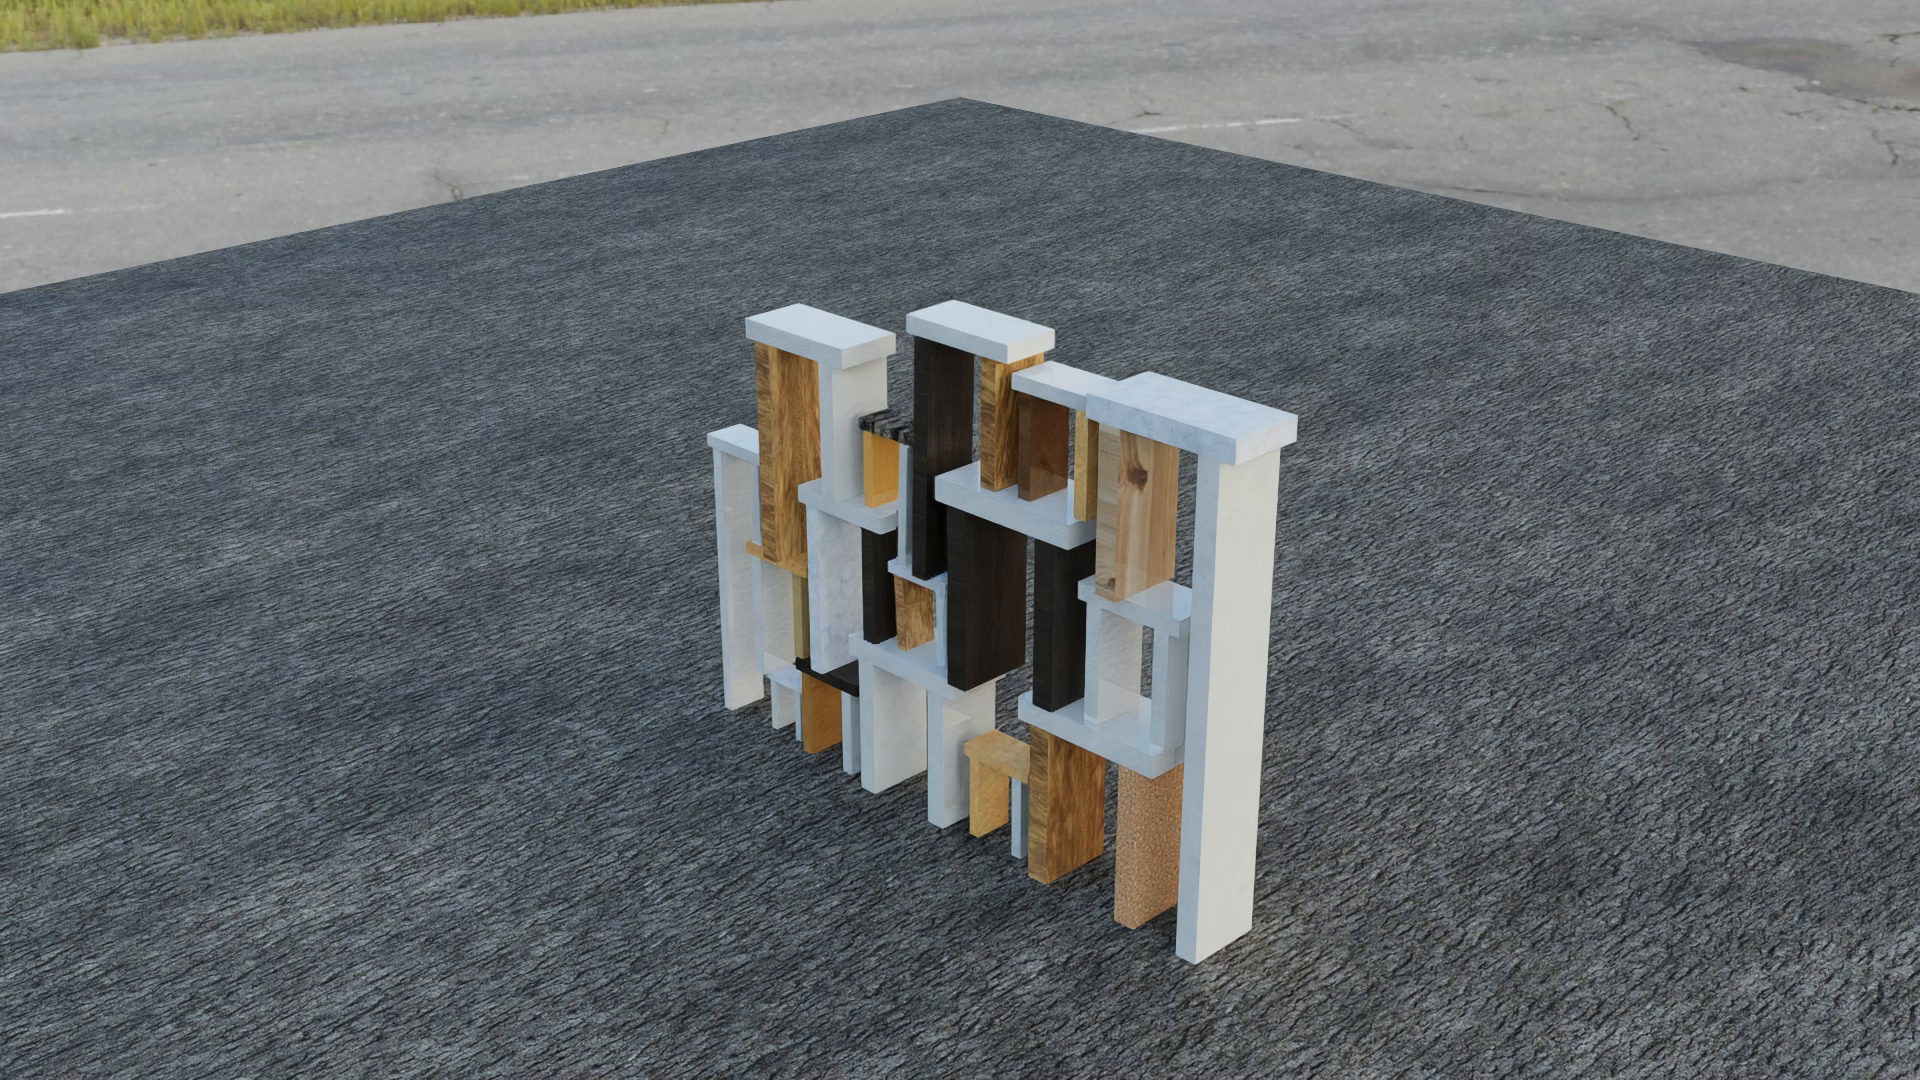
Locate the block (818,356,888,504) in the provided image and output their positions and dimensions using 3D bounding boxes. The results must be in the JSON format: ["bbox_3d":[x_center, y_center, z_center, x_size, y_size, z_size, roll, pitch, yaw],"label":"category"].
[{"bbox_3d":[-0.210,-0.228,4.347,0.143,0.285,0.040,-21,31,-40],"label":"block"}]

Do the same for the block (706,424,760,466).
[{"bbox_3d":[-0.439,-0.200,4.623,0.091,0.026,0.182,-21,31,-40],"label":"block"}]

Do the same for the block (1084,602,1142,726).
[{"bbox_3d":[0.280,0.208,4.006,0.033,0.236,0.118,21,31,41],"label":"block"}]

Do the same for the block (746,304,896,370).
[{"bbox_3d":[-0.277,-0.404,4.344,0.285,0.040,0.143,21,31,40],"label":"block"}]

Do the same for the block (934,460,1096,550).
[{"bbox_3d":[0.131,-0.073,4.050,0.336,0.048,0.168,21,31,41],"label":"block"}]

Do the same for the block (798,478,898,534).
[{"bbox_3d":[-0.197,-0.077,4.400,0.123,0.035,0.246,-21,31,-40],"label":"block"}]

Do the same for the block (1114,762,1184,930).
[{"bbox_3d":[0.361,0.540,4.067,0.047,0.329,0.165,21,31,41],"label":"block"}]

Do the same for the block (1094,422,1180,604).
[{"bbox_3d":[0.311,-0.067,3.851,0.162,0.325,0.046,-21,31,-41],"label":"block"}]

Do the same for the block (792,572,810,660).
[{"bbox_3d":[-0.305,0.146,4.623,0.027,0.192,0.096,21,31,40],"label":"block"}]

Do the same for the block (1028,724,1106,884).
[{"bbox_3d":[0.206,0.479,4.210,0.047,0.329,0.165,21,31,41],"label":"block"}]

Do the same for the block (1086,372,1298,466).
[{"bbox_3d":[0.388,-0.208,3.708,0.325,0.046,0.162,21,31,41],"label":"block"}]

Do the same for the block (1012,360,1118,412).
[{"bbox_3d":[0.200,-0.270,3.892,0.204,0.029,0.102,21,31,41],"label":"block"}]

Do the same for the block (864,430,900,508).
[{"bbox_3d":[-0.152,-0.148,4.322,0.078,0.157,0.022,-21,31,-40],"label":"block"}]

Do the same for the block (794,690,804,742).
[{"bbox_3d":[-0.327,0.370,4.739,0.017,0.117,0.058,21,31,41],"label":"block"}]

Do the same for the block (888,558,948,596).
[{"bbox_3d":[-0.057,0.063,4.302,0.160,0.023,0.080,21,32,40],"label":"block"}]

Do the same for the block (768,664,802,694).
[{"bbox_3d":[-0.355,0.298,4.739,0.117,0.017,0.059,21,31,41],"label":"block"}]

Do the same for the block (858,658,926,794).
[{"bbox_3d":[-0.137,0.360,4.532,0.148,0.297,0.042,-21,31,-41],"label":"block"}]

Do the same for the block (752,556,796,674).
[{"bbox_3d":[-0.396,0.148,4.722,0.027,0.273,0.096,21,31,40],"label":"block"}]

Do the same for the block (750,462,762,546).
[{"bbox_3d":[-0.396,-0.087,4.623,0.026,0.182,0.091,21,31,40],"label":"block"}]

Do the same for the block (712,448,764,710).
[{"bbox_3d":[-0.481,0.079,4.788,0.026,0.615,0.091,21,31,41],"label":"block"}]

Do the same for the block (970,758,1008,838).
[{"bbox_3d":[0.058,0.497,4.370,0.024,0.172,0.086,21,31,41],"label":"block"}]

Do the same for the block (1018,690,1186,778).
[{"bbox_3d":[0.284,0.336,4.065,0.329,0.047,0.165,21,31,41],"label":"block"}]

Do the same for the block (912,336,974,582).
[{"bbox_3d":[-0.033,-0.167,4.186,0.036,0.490,0.126,22,32,37],"label":"block"}]

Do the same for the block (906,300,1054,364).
[{"bbox_3d":[0.036,-0.382,4.019,0.253,0.036,0.126,21,31,39],"label":"block"}]

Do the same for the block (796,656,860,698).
[{"bbox_3d":[-0.247,0.272,4.603,0.188,0.027,0.094,21,31,41],"label":"block"}]

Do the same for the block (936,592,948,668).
[{"bbox_3d":[-0.010,0.163,4.303,0.023,0.160,0.080,18,29,38],"label":"block"}]

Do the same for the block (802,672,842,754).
[{"bbox_3d":[-0.291,0.354,4.686,0.027,0.188,0.094,21,31,41],"label":"block"}]

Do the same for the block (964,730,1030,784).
[{"bbox_3d":[0.099,0.422,4.294,0.172,0.024,0.086,21,31,41],"label":"block"}]

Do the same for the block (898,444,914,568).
[{"bbox_3d":[-0.083,-0.076,4.273,0.078,0.254,0.022,-20,32,-39],"label":"block"}]

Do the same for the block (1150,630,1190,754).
[{"bbox_3d":[0.392,0.251,3.904,0.033,0.236,0.118,21,31,41],"label":"block"}]

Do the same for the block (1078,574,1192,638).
[{"bbox_3d":[0.336,0.106,3.902,0.236,0.033,0.118,21,31,41],"label":"block"}]

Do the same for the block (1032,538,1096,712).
[{"bbox_3d":[0.211,0.134,4.053,0.168,0.336,0.048,-21,31,-41],"label":"block"}]

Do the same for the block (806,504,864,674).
[{"bbox_3d":[-0.254,0.086,4.533,0.123,0.370,0.035,-21,31,-40],"label":"block"}]

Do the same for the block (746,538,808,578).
[{"bbox_3d":[-0.351,0.027,4.621,0.192,0.027,0.096,21,31,40],"label":"block"}]

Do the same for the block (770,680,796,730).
[{"bbox_3d":[-0.383,0.348,4.790,0.017,0.117,0.058,21,31,41],"label":"block"}]

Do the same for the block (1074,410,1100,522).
[{"bbox_3d":[0.248,-0.143,3.893,0.029,0.204,0.102,21,31,41],"label":"block"}]

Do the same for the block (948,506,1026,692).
[{"bbox_3d":[0.052,0.089,4.205,0.048,0.373,0.168,21,31,41],"label":"block"}]

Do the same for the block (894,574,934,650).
[{"bbox_3d":[-0.090,0.132,4.373,0.080,0.160,0.023,-22,29,-40],"label":"block"}]

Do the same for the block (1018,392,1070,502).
[{"bbox_3d":[0.152,-0.181,3.982,0.029,0.204,0.102,21,31,41],"label":"block"}]

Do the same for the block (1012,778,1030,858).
[{"bbox_3d":[0.139,0.528,4.295,0.024,0.172,0.086,21,31,41],"label":"block"}]

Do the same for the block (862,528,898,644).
[{"bbox_3d":[-0.139,0.076,4.400,0.035,0.246,0.123,21,31,40],"label":"block"}]

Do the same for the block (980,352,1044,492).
[{"bbox_3d":[0.095,-0.226,4.025,0.036,0.253,0.126,22,31,40],"label":"block"}]

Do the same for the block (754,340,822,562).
[{"bbox_3d":[-0.344,-0.195,4.507,0.040,0.471,0.143,21,31,40],"label":"block"}]

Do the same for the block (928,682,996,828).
[{"bbox_3d":[0.003,0.415,4.403,0.148,0.297,0.042,-21,31,-41],"label":"block"}]

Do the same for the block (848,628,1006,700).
[{"bbox_3d":[-0.067,0.232,4.401,0.297,0.042,0.148,21,31,40],"label":"block"}]

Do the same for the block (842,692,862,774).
[{"bbox_3d":[-0.202,0.389,4.604,0.027,0.188,0.094,21,31,41],"label":"block"}]

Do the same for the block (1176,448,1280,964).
[{"bbox_3d":[0.465,0.290,3.836,0.046,0.970,0.162,21,31,41],"label":"block"}]

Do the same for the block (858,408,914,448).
[{"bbox_3d":[-0.114,-0.217,4.251,0.078,0.022,0.157,-21,30,-40],"label":"block"}]
